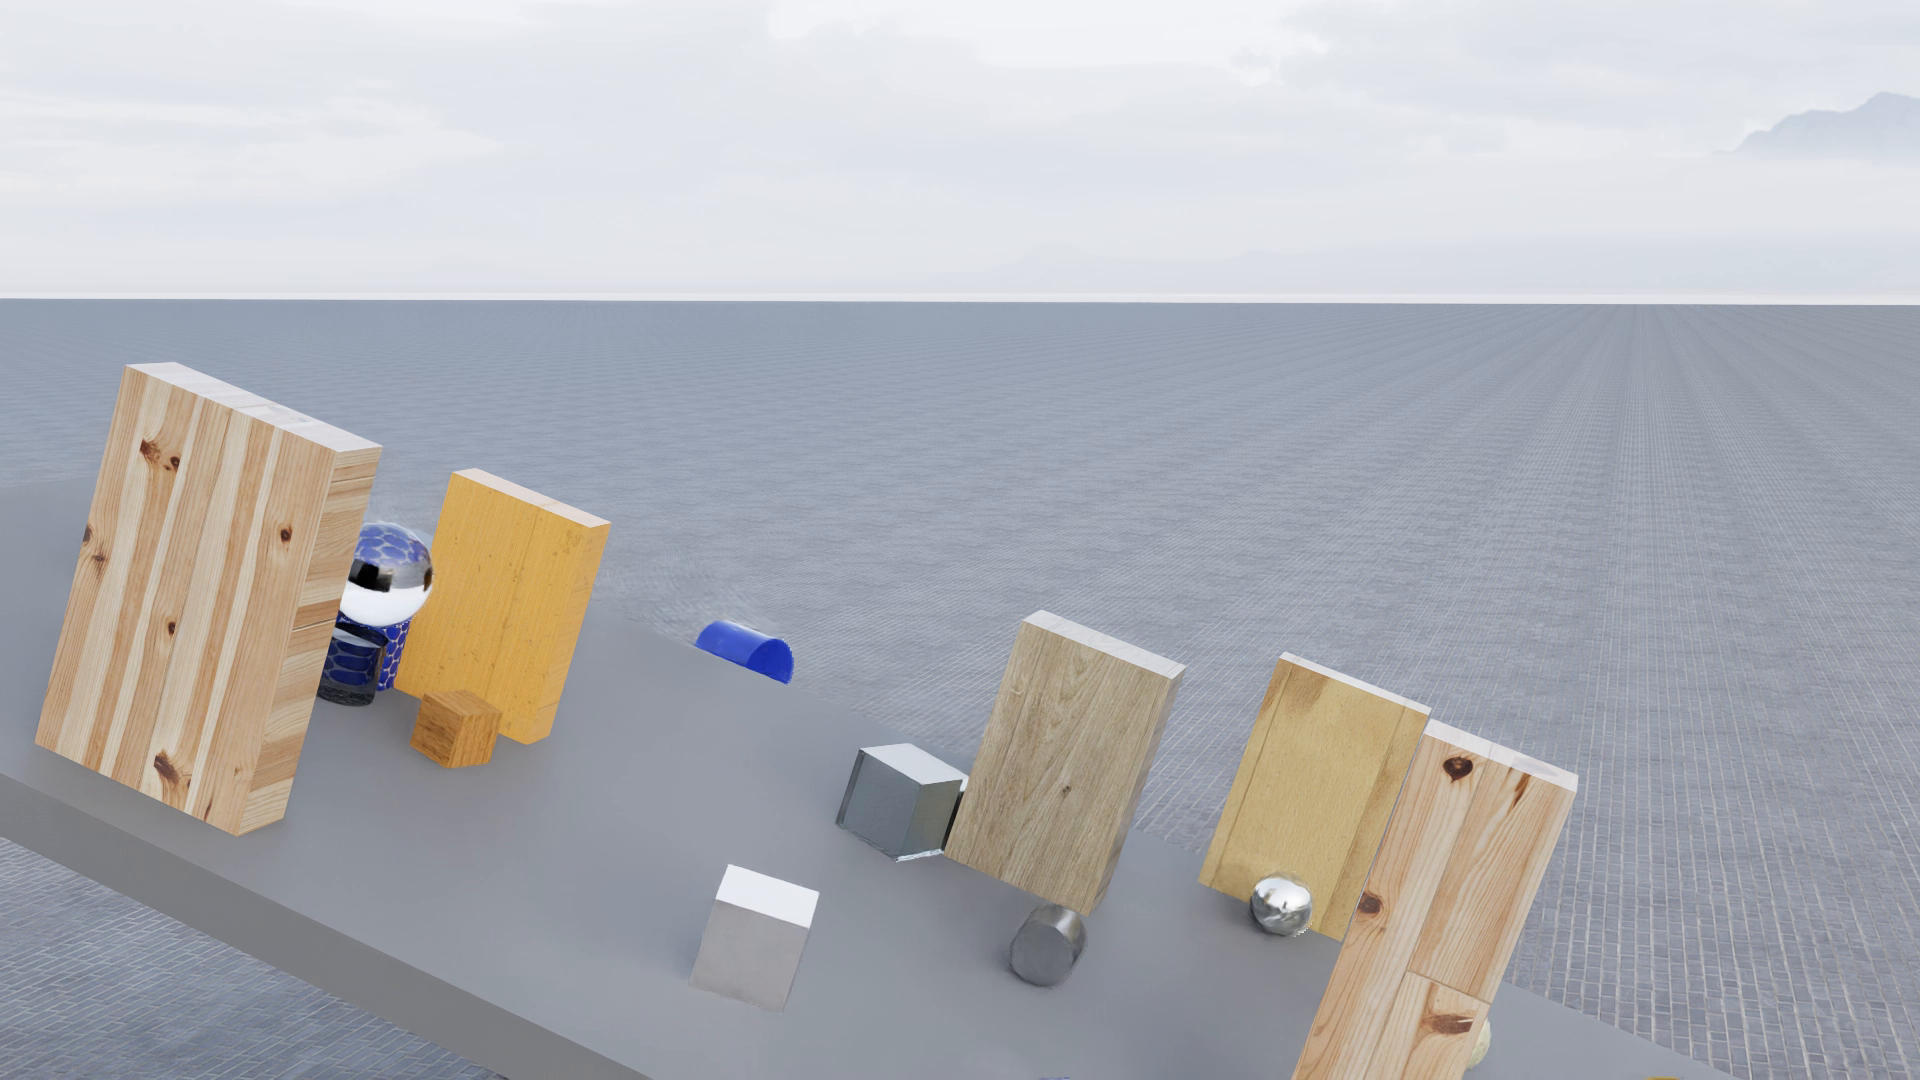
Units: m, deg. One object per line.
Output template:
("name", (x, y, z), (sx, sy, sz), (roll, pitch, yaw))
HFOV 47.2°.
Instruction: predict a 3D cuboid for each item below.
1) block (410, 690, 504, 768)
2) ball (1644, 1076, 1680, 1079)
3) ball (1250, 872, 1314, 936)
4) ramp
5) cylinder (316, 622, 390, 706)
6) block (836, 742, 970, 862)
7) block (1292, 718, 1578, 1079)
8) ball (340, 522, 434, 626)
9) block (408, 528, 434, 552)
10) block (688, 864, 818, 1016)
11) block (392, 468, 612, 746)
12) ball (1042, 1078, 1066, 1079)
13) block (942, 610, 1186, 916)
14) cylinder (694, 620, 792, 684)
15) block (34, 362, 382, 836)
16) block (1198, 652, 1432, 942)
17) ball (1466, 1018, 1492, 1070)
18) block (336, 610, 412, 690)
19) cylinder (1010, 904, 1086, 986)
("block", (-0.951, 0.356, 4.154), (0.107, 0.107, 0.107), (25, 14, 31))
("ball", (1.301, 1.080, 4.054), (0.180, 0.180, 0.180), (0, 7, 0))
("ball", (0.681, 0.769, 4.649), (0.135, 0.135, 0.135), (0, 7, 0))
("ramp", (-0.349, 0.651, 4.221), (4.000, 0.100, 2.000), (21, 12, 14))
("cylinder", (-1.188, 0.242, 4.279), (0.124, 0.124, 0.124), (17, 12, -4))
("block", (-0.115, 0.530, 4.462), (0.169, 0.169, 0.169), (26, 14, 32))
("block", (0.718, 0.694, 3.476), (0.240, 0.780, 0.120), (21, 12, 14))
("ball", (-1.127, 0.066, 4.270), (0.205, 0.205, 0.205), (0, 7, 0))
("block", (-1.220, 0.086, 4.818), (0.172, 0.172, 0.172), (25, 14, 30))
("block", (-0.337, 0.653, 3.605), (0.158, 0.158, 0.158), (18, 12, -2))
("block", (-0.912, 0.130, 4.373), (0.313, 0.461, 0.094), (21, 12, 14))
("ball", (0.142, 0.883, 3.306), (0.146, 0.146, 0.146), (0, 7, 0))
("block", (0.212, 0.449, 4.461), (0.321, 0.520, 0.148), (21, 12, 14))
("cylinder", (-0.551, 0.311, 5.542), (0.180, 0.180, 0.180), (18, 16, 36))
("block", (-1.230, 0.093, 3.586), (0.407, 0.662, 0.125), (21, 12, 14))
("block", (0.765, 0.555, 4.765), (0.335, 0.536, 0.080), (21, 12, 14))
("ball", (0.946, 0.947, 4.220), (0.142, 0.142, 0.142), (0, 7, 0))
("block", (-1.177, 0.188, 4.447), (0.162, 0.162, 0.162), (21, 12, 14))
("cylinder", (0.161, 0.742, 4.033), (0.118, 0.118, 0.118), (2, 8, 14))
